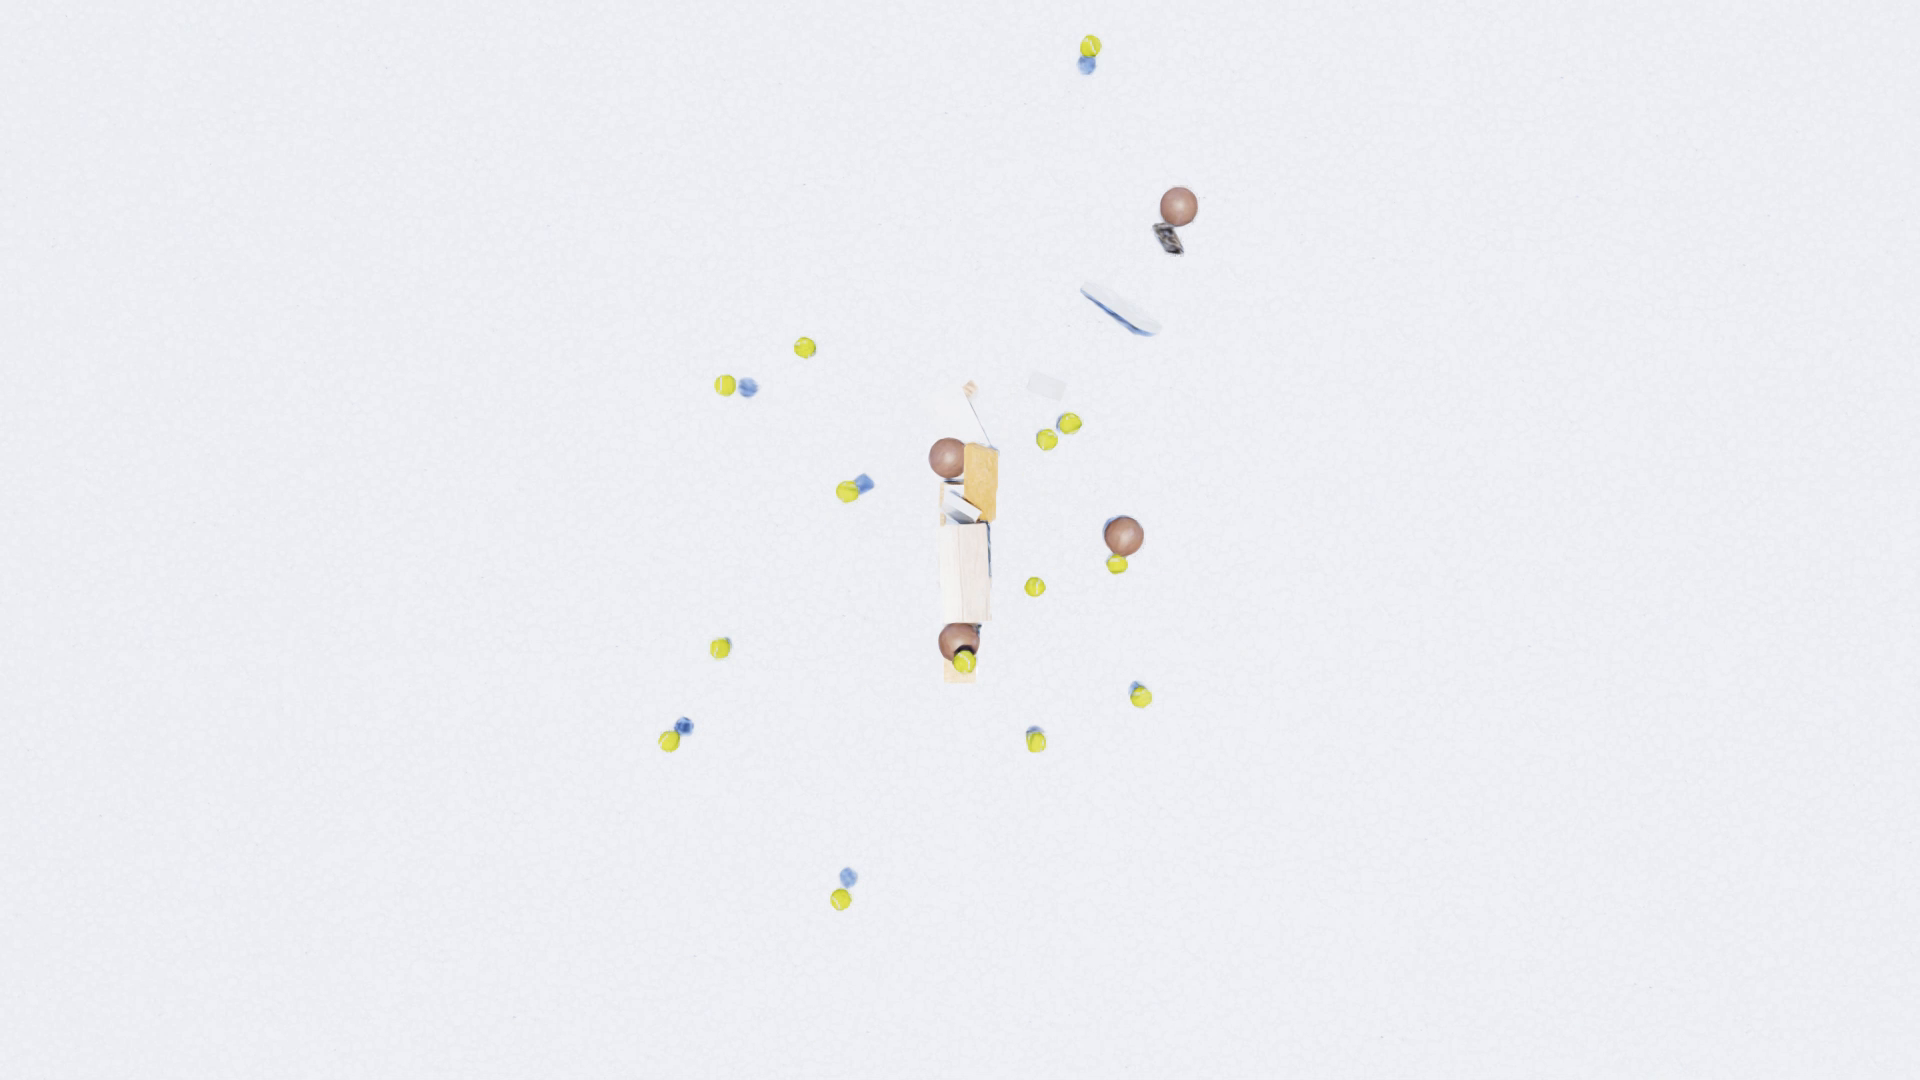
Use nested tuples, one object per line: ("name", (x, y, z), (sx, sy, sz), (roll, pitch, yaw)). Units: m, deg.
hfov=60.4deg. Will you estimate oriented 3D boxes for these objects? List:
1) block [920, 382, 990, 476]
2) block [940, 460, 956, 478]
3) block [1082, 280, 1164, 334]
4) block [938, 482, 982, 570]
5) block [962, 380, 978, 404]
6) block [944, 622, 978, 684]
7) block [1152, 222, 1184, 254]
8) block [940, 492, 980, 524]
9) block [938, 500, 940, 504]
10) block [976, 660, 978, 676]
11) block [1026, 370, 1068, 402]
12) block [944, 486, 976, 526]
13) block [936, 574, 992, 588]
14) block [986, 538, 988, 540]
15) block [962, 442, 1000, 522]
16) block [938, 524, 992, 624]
("block", (-0.006, -0.350, 5.211), (0.135, 0.038, 0.270), (-26, 90, 0))
("block", (0.007, -0.250, 5.365), (0.135, 0.270, 0.038), (-22, 89, 0))
("block", (0.523, -0.752, 5.330), (0.283, 0.109, 0.031), (41, 112, 35))
("block", (0.003, -0.041, 5.205), (0.138, 0.039, 0.275), (1, 90, 0))
("block", (-0.001, -0.449, 5.365), (0.135, 0.270, 0.038), (-43, 89, 0))
("block", (0.002, 0.352, 5.276), (0.104, 0.030, 0.209), (2, 90, 0))
("block", (0.687, -0.992, 5.425), (0.064, 0.129, 0.018), (14, 63, 38))
("block", (-0.001, -0.086, 4.862), (0.109, 0.219, 0.031), (31, 82, 0))
("block", (0.002, -0.133, 5.362), (0.138, 0.275, 0.039), (1, 90, 0))
("block", (0.004, 0.419, 5.395), (0.104, 0.209, 0.030), (0, 90, 0))
("block", (0.281, -0.500, 5.351), (0.135, 0.018, 0.064), (17, 92, -30))
("block", (0.002, -0.072, 4.985), (0.093, 0.026, 0.185), (0, 91, 0))
("block", (0.010, 0.122, 4.841), (0.138, 0.293, 0.039), (-33, 98, -2))
("block", (0.008, -0.001, 4.835), (0.138, 0.275, 0.039), (-9, 93, 0))
("block", (0.060, -0.171, 4.881), (0.109, 0.031, 0.219), (25, 123, 39))
("block", (0.012, 0.095, 4.673), (0.138, 0.039, 0.275), (-3, 89, -1))
